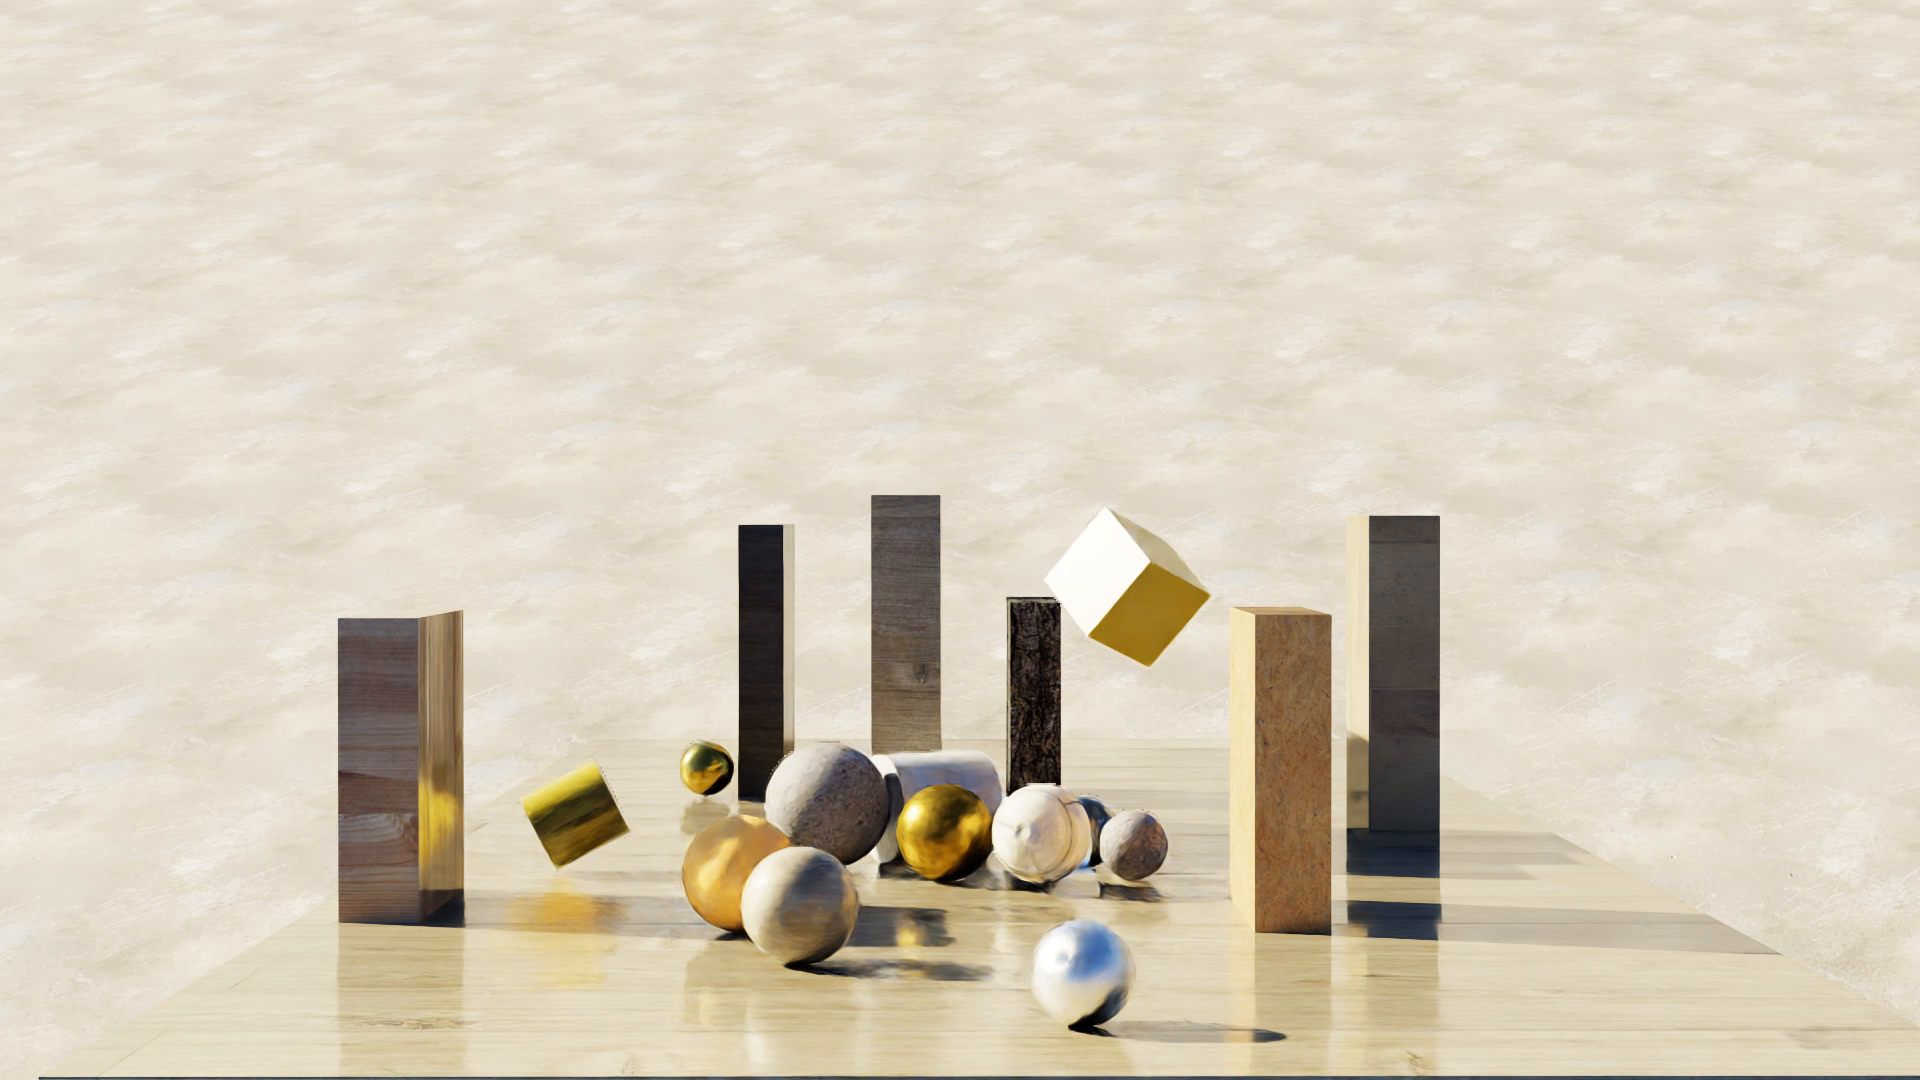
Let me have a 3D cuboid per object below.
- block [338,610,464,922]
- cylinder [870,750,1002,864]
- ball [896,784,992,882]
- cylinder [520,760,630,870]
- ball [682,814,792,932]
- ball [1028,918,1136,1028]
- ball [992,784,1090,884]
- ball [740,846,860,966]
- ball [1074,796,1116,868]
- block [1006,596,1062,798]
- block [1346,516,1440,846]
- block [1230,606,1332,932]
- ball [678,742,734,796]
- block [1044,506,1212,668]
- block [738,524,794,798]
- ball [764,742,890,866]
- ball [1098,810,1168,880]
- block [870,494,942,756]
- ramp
[{"bbox_3d":[-0.814,0.321,3.780,0.113,0.426,0.333,0,0,0],"label":"block"},{"bbox_3d":[-0.049,0.440,4.271,0.179,0.179,0.179,0,26,-27],"label":"cylinder"},{"bbox_3d":[-0.023,0.455,4.023,0.152,0.152,0.152,0,29,0],"label":"ball"},{"bbox_3d":[-0.613,0.438,4.118,0.130,0.130,0.130,-27,34,-9],"label":"cylinder"},{"bbox_3d":[-0.299,0.456,3.531,0.160,0.160,0.160,0,29,0],"label":"ball"},{"bbox_3d":[0.136,0.482,2.874,0.119,0.119,0.119,0,29,0],"label":"ball"},{"bbox_3d":[0.123,0.446,3.926,0.151,0.151,0.151,0,29,0],"label":"ball"},{"bbox_3d":[-0.203,0.463,3.274,0.150,0.150,0.150,0,29,0],"label":"ball"},{"bbox_3d":[0.201,0.472,4.185,0.116,0.116,0.116,0,29,0],"label":"ball"},{"bbox_3d":[0.124,0.315,4.403,0.084,0.426,0.324,0,0,0],"label":"block"},{"bbox_3d":[0.765,0.241,4.581,0.123,0.570,0.256,0,0,0],"label":"block"},{"bbox_3d":[0.454,0.317,3.683,0.105,0.434,0.320,0,0,0],"label":"block"},{"bbox_3d":[-0.513,0.463,5.235,0.111,0.111,0.111,0,29,0],"label":"ball"},{"bbox_3d":[0.196,0.055,3.019,0.114,0.114,0.114,27,18,-40],"label":"block"},{"bbox_3d":[-0.404,0.243,5.412,0.092,0.553,0.349,0,0,0],"label":"block"},{"bbox_3d":[-0.214,0.429,4.173,0.203,0.203,0.203,0,29,0],"label":"ball"},{"bbox_3d":[0.271,0.477,4.041,0.108,0.108,0.108,0,29,0],"label":"ball"},{"bbox_3d":[-0.094,0.223,4.711,0.122,0.606,0.412,0,0,0],"label":"block"},{"bbox_3d":[0.064,0.576,4.620,2.000,0.100,4.000,0,0,0],"label":"ramp"}]
